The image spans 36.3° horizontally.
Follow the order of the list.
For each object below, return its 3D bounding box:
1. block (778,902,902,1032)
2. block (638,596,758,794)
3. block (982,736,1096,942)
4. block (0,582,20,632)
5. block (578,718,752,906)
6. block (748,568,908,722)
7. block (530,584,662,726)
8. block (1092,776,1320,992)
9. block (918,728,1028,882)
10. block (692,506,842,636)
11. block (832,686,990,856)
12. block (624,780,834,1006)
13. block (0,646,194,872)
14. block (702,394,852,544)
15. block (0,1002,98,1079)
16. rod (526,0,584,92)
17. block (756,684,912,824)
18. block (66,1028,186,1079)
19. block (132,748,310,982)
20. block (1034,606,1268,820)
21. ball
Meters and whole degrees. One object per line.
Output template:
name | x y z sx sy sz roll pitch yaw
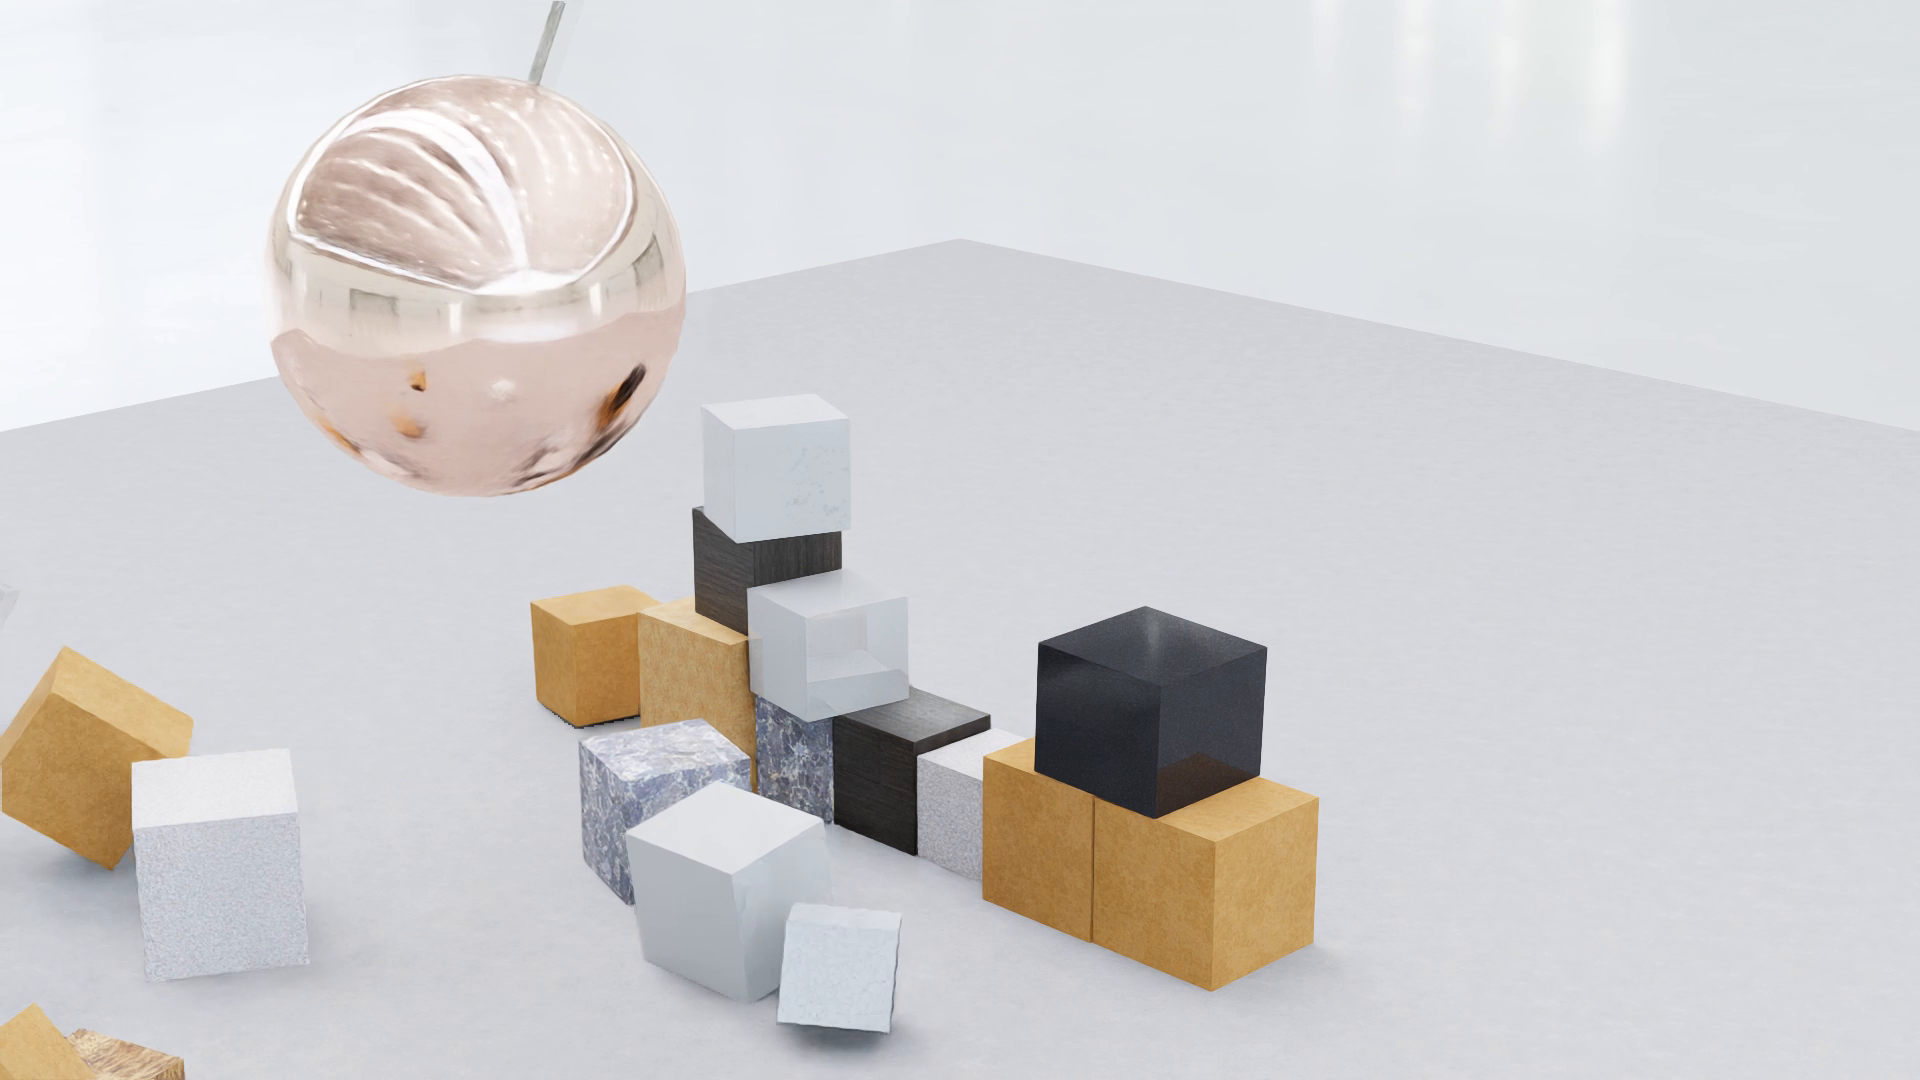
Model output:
block | -0.482 1.725 11.866 0.445 0.407 0.425 5 3 1
block | -1.063 0.730 14.672 0.807 0.810 0.704 -17 24 -42
block | 0.569 1.285 13.103 0.653 0.692 0.670 17 24 42
block | -4.313 0.362 12.235 0.504 0.563 0.568 26 -6 -11
block | -1.346 1.236 13.407 0.610 0.603 0.568 -9 19 -26
block | -0.630 0.495 14.010 0.566 0.518 0.534 -12 20 -32
block | -1.884 0.602 15.474 0.564 0.546 0.544 -10 17 -29
block | 1.059 1.428 12.663 0.683 0.682 0.675 -17 24 -42
block | 0.175 1.237 13.574 0.516 0.501 0.538 -17 24 -42
block | -0.944 0.116 14.377 0.516 0.539 0.534 -13 22 -36
block | -0.229 1.090 13.926 0.552 0.570 0.505 17 24 42
block | -0.964 1.489 12.450 0.646 0.626 0.545 15 31 39
block | -3.995 0.998 13.435 0.684 0.619 0.545 33 11 -20
block | -0.881 -0.349 14.035 0.575 0.552 0.496 -7 19 -21
block | -2.949 1.725 9.020 0.367 0.358 0.430 -38 3 6
rod | -0.796 -4.193 11.189 0.080 5.200 0.080 17 -2 42
block | -0.611 0.975 14.300 0.558 0.565 0.521 -17 24 -42
block | -3.202 2.152 10.747 0.510 0.449 0.518 9 20 28
block | -3.215 1.397 12.729 0.673 0.702 0.766 -5 18 -15
block | 0.823 0.734 12.702 0.701 0.599 0.695 19 25 42
ball | -1.838 -0.957 11.115 1.600 1.600 1.600 0 17 0
